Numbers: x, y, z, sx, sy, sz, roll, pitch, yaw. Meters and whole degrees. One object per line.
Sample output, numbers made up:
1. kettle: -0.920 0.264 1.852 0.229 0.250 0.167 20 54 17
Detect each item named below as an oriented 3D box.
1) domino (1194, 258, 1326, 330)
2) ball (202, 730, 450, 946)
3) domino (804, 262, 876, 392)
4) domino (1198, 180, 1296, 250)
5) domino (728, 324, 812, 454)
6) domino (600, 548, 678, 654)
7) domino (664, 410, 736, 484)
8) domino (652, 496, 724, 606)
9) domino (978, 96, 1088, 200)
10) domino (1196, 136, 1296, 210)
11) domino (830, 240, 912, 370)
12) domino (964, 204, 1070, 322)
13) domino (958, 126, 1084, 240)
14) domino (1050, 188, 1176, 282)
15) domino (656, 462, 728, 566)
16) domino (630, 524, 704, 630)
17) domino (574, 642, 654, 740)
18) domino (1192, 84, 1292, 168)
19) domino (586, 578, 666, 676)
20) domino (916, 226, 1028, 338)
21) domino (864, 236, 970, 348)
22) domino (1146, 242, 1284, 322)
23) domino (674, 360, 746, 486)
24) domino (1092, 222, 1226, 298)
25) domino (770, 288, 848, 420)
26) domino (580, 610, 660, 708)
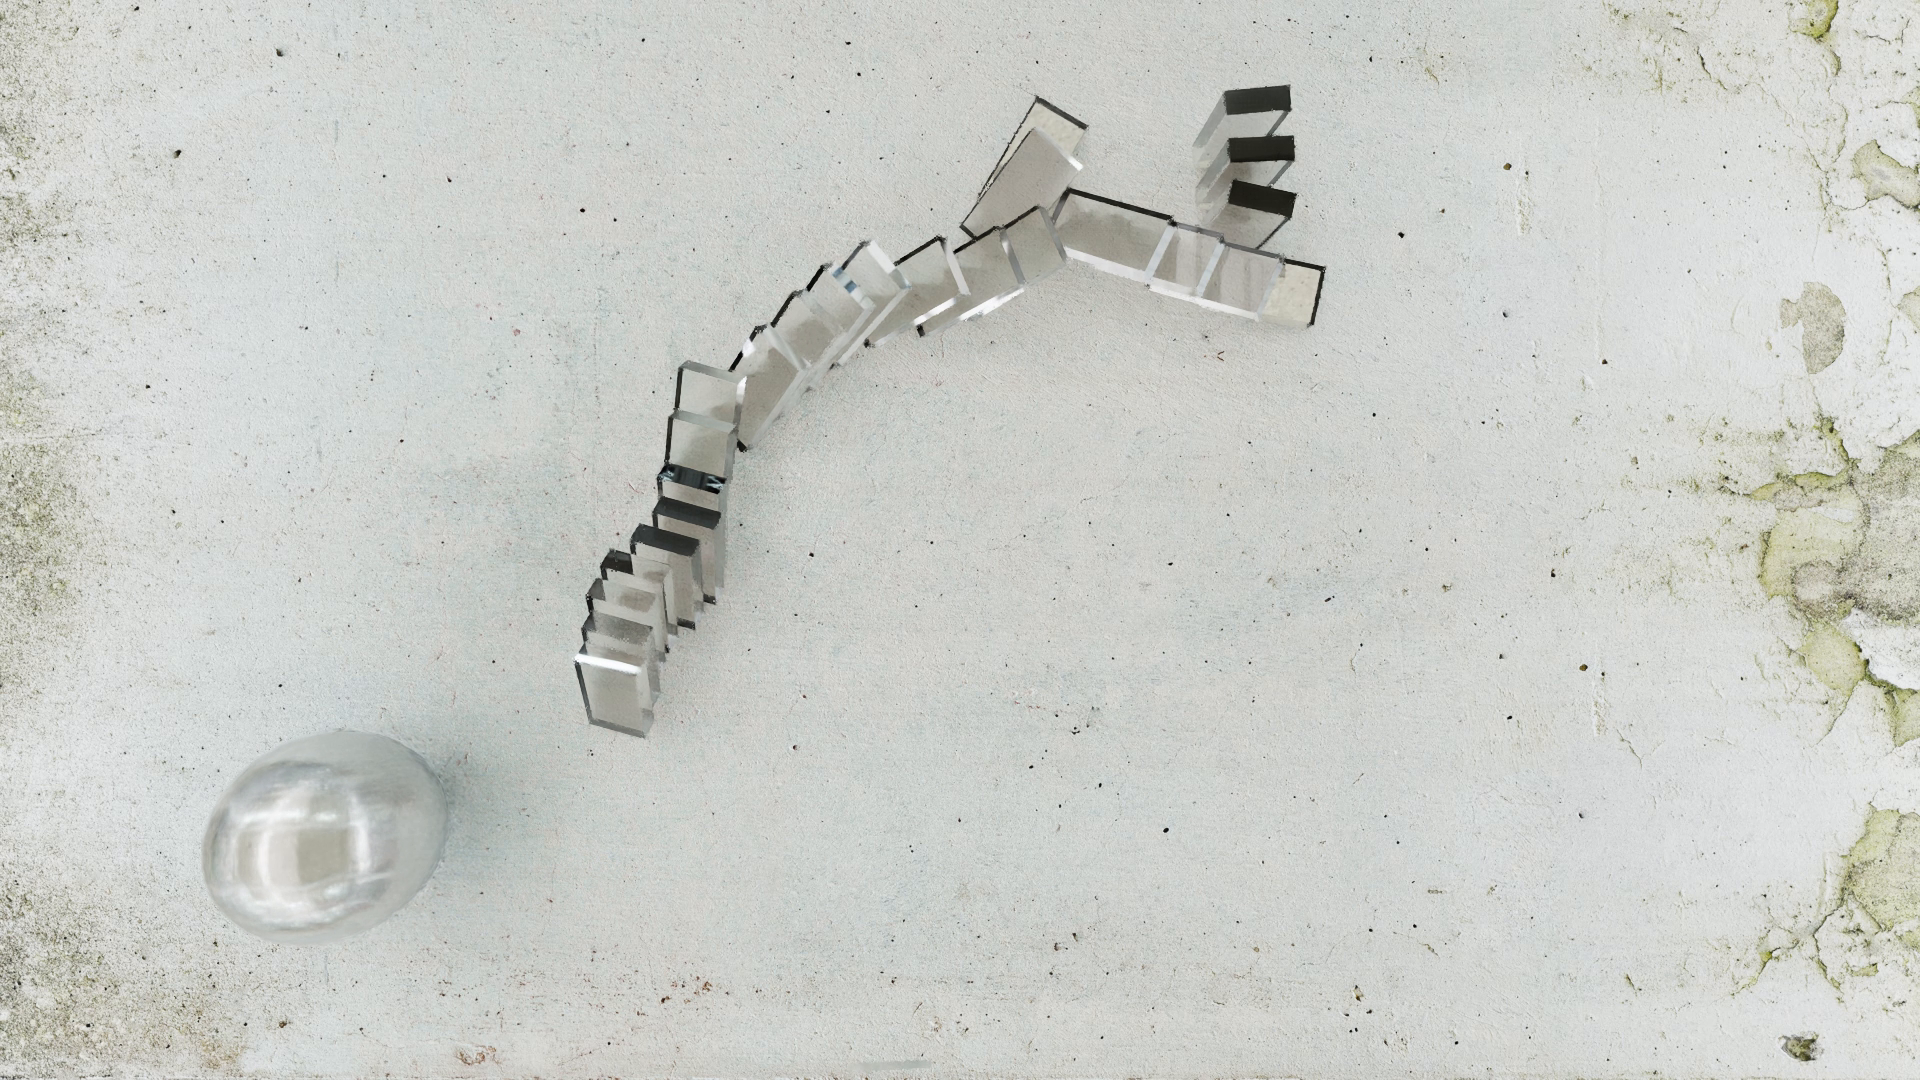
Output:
1. domino: 0.129 -0.109 0.395 0.050 0.009 0.025 12 90 0
2. ball: -0.246 0.116 0.360 0.080 0.080 0.080 0 90 0
3. domino: -0.059 -0.088 0.382 0.025 0.010 0.050 47 123 2
4. domino: 0.116 -0.131 0.375 0.025 0.050 0.009 12 90 0
5. domino: -0.085 -0.063 0.382 0.025 0.009 0.050 45 123 1
6. domino: -0.132 0.026 0.378 0.025 0.050 0.010 15 48 0
7. domino: -0.110 -0.027 0.384 0.025 0.010 0.050 15 119 0
8. domino: -0.111 0.005 0.378 0.025 0.050 0.010 16 48 0
9. domino: 0.031 -0.162 0.395 0.025 0.010 0.050 31 90 0
10. domino: 0.115 -0.149 0.375 0.025 0.050 0.009 -2 90 0
11. domino: -0.045 -0.097 0.383 0.050 0.010 0.025 -40 90 33
12. domino: 0.018 -0.115 0.384 0.050 0.009 0.025 -25 90 29
13. domino: 0.025 -0.142 0.381 0.025 0.010 0.050 40 123 -5
14. domino: 0.062 -0.129 0.385 0.050 0.009 0.025 27 91 26
15. domino: -0.110 -0.008 0.379 0.025 0.050 0.009 15 47 0
16. domino: -0.120 0.016 0.378 0.025 0.050 0.010 16 48 0
17. domino: -0.142 0.063 0.378 0.025 0.050 0.009 16 48 0
18. domino: 0.114 -0.168 0.375 0.025 0.050 0.009 -5 90 0
19. domino: -0.137 0.038 0.378 0.025 0.050 0.010 15 48 1
20. domino: 0.001 -0.107 0.383 0.050 0.010 0.025 -22 91 29
21. domino: -0.023 -0.103 0.384 0.050 0.009 0.025 -23 90 27
22. domino: 0.106 -0.112 0.384 0.050 0.009 0.025 24 94 26
23. domino: -0.106 -0.047 0.384 0.025 0.010 0.050 16 119 0
24. domino: 0.082 -0.121 0.385 0.050 0.009 0.025 25 90 26
25. domino: -0.071 -0.076 0.381 0.025 0.009 0.050 46 123 2
26. domino: -0.139 0.050 0.378 0.025 0.050 0.010 16 48 0
